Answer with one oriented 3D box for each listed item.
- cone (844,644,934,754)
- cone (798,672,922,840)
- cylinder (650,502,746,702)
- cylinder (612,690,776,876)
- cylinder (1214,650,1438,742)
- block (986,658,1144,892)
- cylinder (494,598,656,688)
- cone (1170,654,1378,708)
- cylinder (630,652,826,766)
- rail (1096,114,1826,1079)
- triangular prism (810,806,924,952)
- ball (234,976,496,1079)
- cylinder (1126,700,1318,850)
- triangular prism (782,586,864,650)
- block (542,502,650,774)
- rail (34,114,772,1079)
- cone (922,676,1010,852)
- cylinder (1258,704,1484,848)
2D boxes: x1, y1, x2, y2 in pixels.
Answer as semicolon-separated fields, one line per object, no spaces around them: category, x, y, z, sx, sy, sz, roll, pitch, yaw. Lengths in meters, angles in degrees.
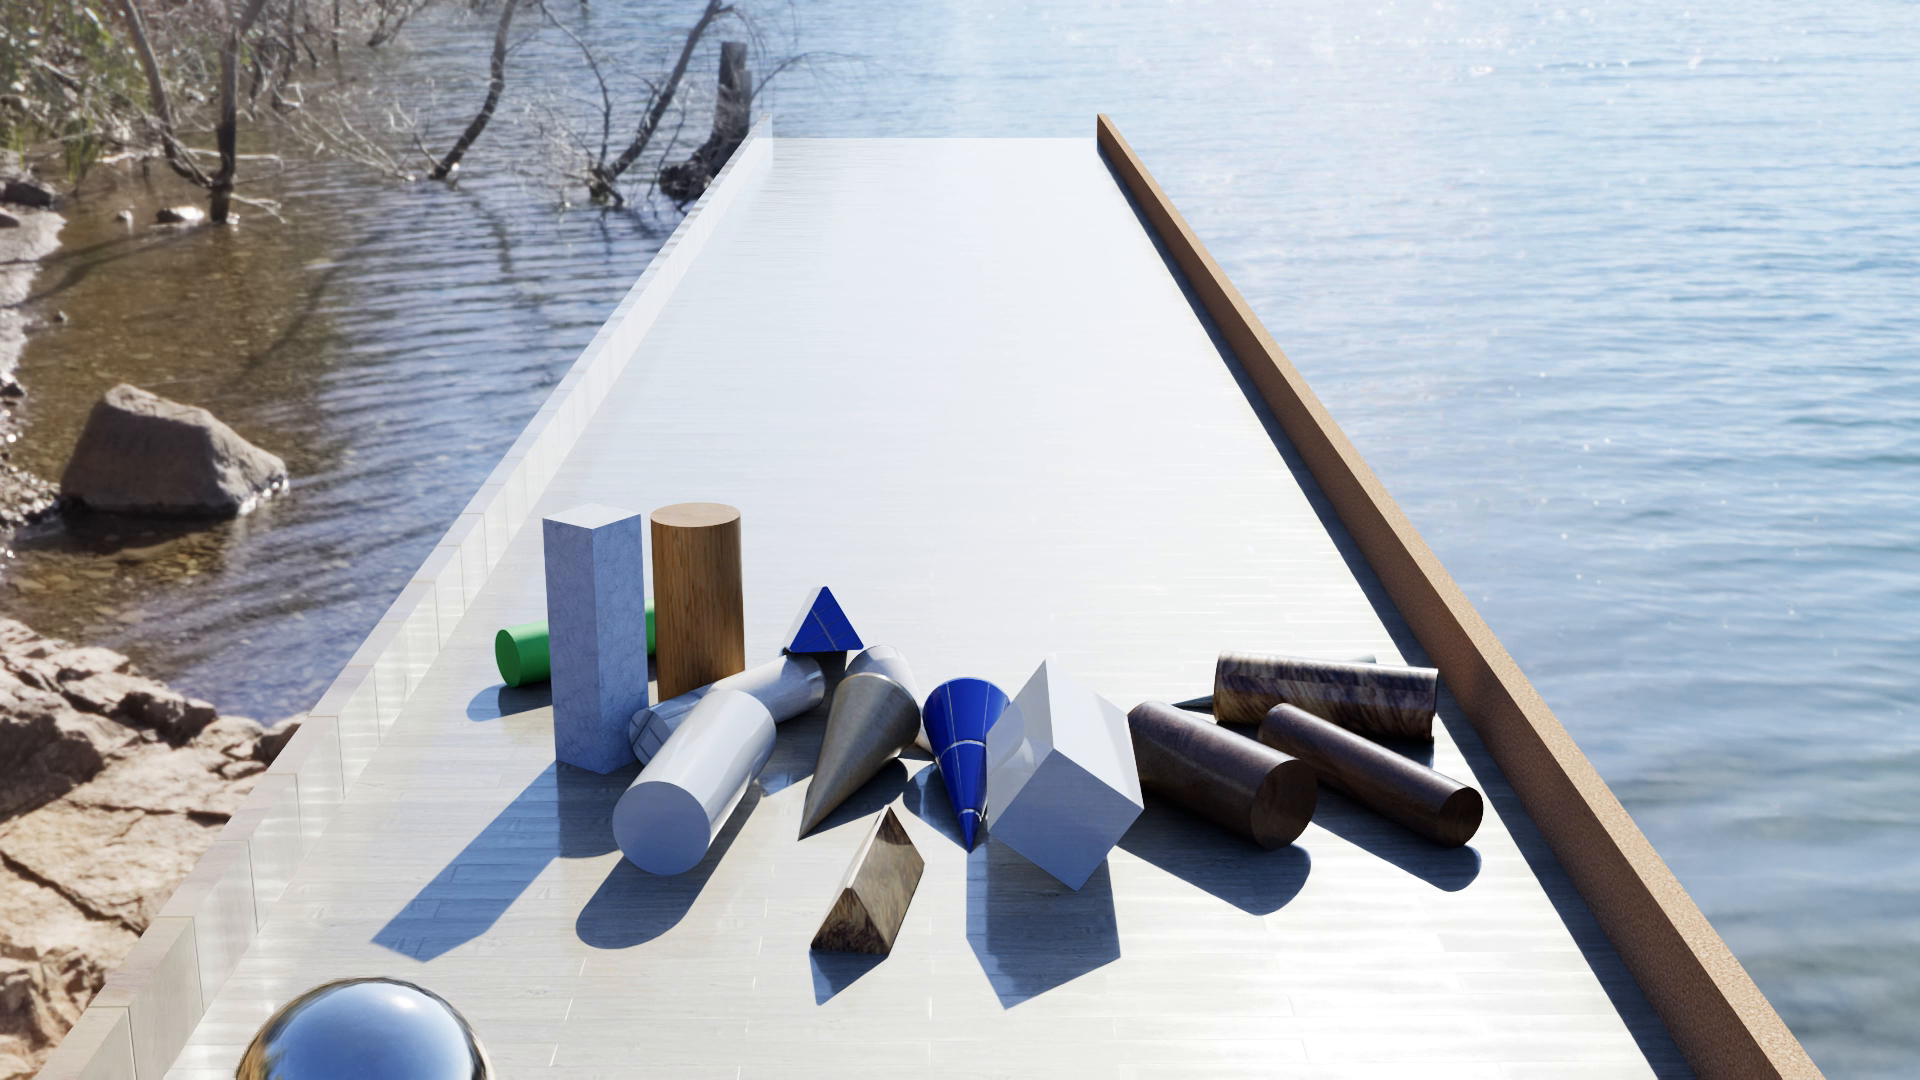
cone;-0.091;0.326;4.016;0.132;0.132;0.316;-8;30;-25
cone;-0.207;0.399;3.740;0.168;0.168;0.394;5;29;17
cylinder;-0.488;0.134;4.111;0.166;0.379;0.166;0;17;0
cylinder;-0.431;0.392;3.627;0.160;0.160;0.412;3;17;9
cylinder;0.671;0.285;4.035;0.394;0.134;0.134;4;17;15
block;0.163;0.372;3.558;0.171;0.171;0.404;35;14;-9
cylinder;-0.696;0.191;4.383;0.446;0.115;0.115;-12;20;-35
cone;0.583;0.291;4.154;0.408;0.107;0.107;-7;16;3
cylinder;-0.417;0.307;3.994;0.114;0.114;0.391;13;21;37
rail;0.932;-0.844;7.801;0.050;0.150;12.000;0;17;-1
triangular prism;-0.138;0.507;3.334;0.116;0.101;0.301;2;17;9
ball;-0.680;0.651;2.515;0.299;0.299;0.299;0;17;0
cylinder;0.421;0.387;3.660;0.152;0.152;0.335;-12;20;-35
triangular prism;-0.272;0.149;4.278;0.136;0.117;0.446;-2;-1;-6
block;-0.636;0.172;3.863;0.119;0.447;0.119;11;20;34
rail;-1.118;-0.838;7.780;0.050;0.150;12.000;0;17;-1
cone;0.015;0.408;3.713;0.163;0.163;0.415;0;28;0
cylinder;0.687;0.393;3.722;0.104;0.104;0.446;-10;19;-31
